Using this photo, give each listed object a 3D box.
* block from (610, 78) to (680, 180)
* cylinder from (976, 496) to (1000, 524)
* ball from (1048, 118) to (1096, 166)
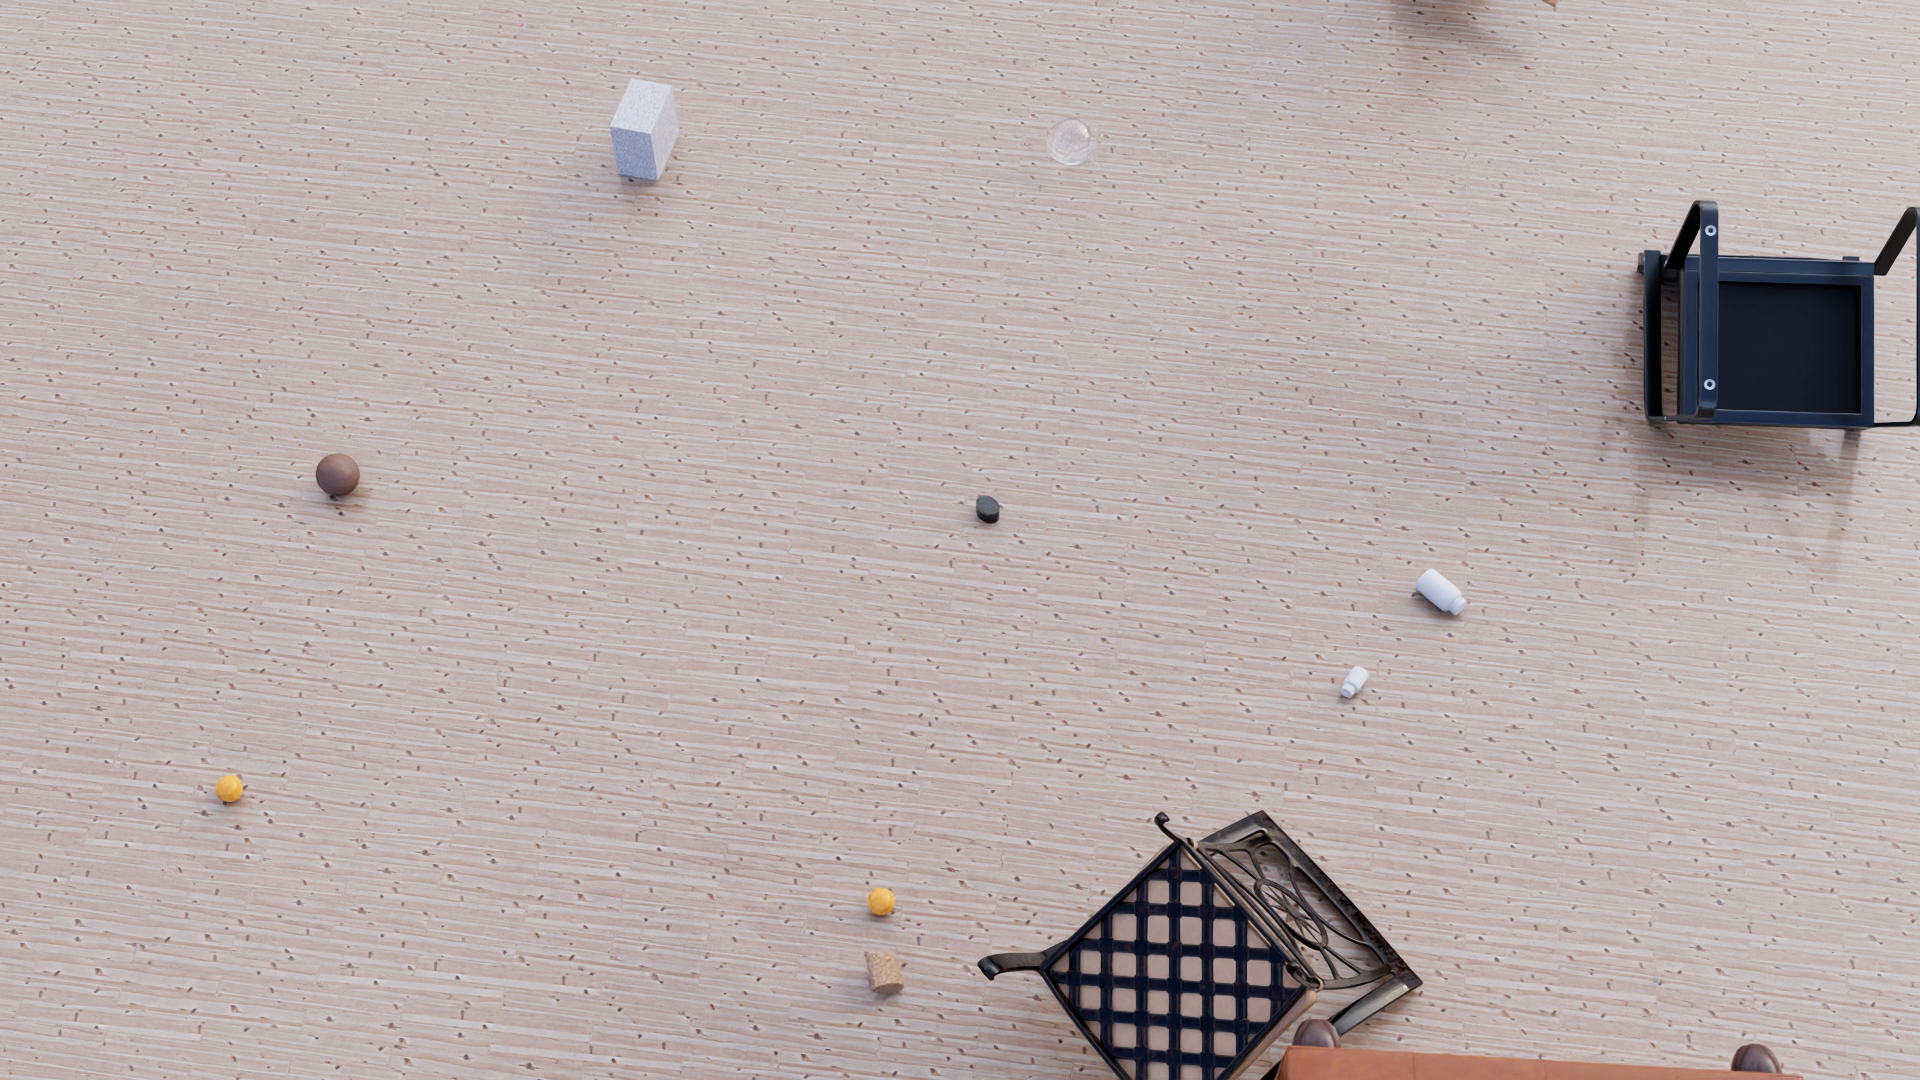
[{"bbox_3d":[-1.054,-1.373,7.361,0.141,0.223,0.226,12,57,8],"label":"block"},{"bbox_3d":[0.084,-0.092,6.607,0.079,0.048,0.059,38,64,22],"label":"cylinder"},{"bbox_3d":[0.374,-1.337,7.376,0.158,0.158,0.158,0,56,0],"label":"ball"}]
